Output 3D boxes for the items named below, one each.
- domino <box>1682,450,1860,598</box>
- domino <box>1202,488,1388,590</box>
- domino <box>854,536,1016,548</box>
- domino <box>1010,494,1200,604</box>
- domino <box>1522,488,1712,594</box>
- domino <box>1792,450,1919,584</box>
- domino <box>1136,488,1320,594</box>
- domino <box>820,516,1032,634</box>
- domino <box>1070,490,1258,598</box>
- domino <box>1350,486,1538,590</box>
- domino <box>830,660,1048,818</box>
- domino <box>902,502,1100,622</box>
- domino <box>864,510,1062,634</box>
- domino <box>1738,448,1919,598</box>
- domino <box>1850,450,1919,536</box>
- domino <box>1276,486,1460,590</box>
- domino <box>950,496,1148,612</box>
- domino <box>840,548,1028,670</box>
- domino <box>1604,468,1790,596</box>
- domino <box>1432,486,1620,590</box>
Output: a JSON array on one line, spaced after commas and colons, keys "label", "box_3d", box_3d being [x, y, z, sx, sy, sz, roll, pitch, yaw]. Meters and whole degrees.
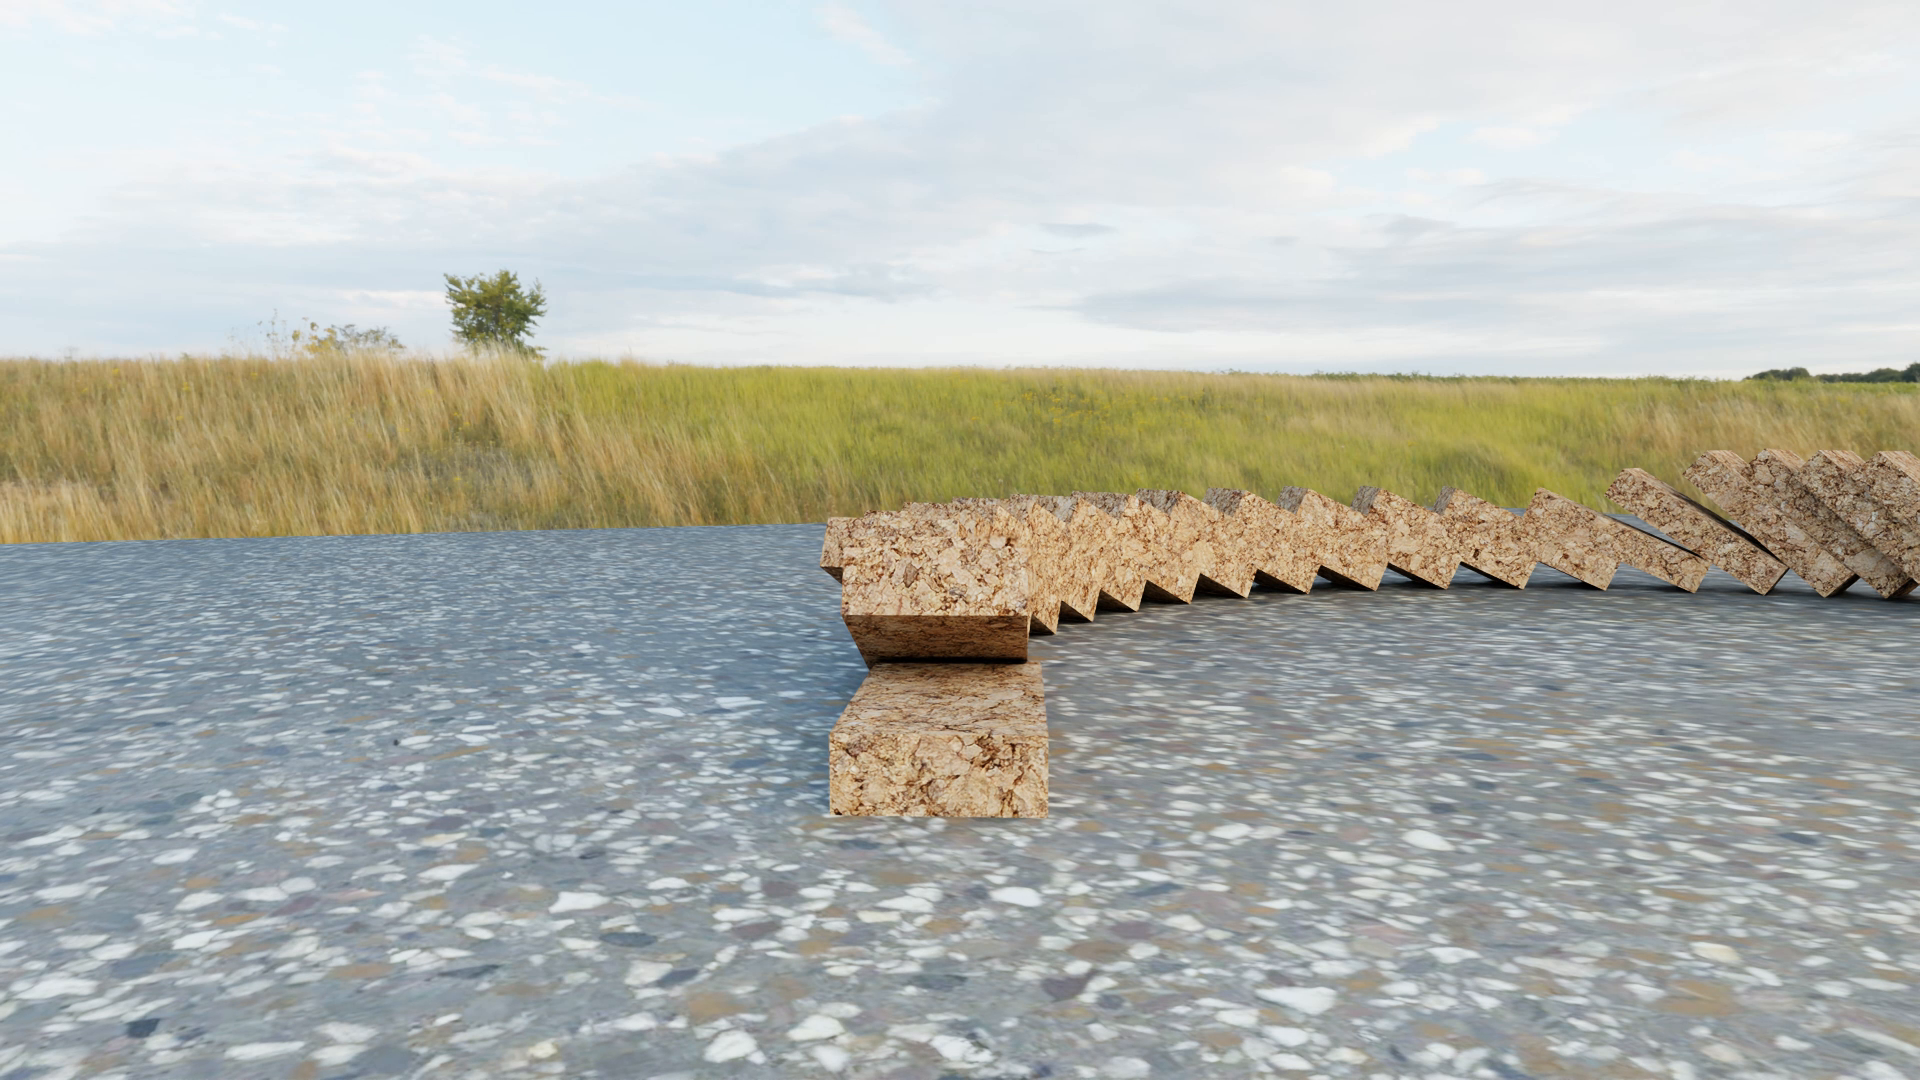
[{"label": "domino", "box_3d": [0.237, -0.006, 0.373, 0.025, 0.009, 0.050, -4, 48, -45]}, {"label": "domino", "box_3d": [0.097, -0.001, 0.377, 0.050, 0.010, 0.025, 25, -2, -14]}, {"label": "domino", "box_3d": [-0.003, 0.012, 0.222, 0.025, 0.010, 0.050, 0, -18, 3]}, {"label": "domino", "box_3d": [0.037, 0.003, 0.336, 0.050, 0.009, 0.025, 28, -14, -37]}, {"label": "domino", "box_3d": [0.196, -0.001, 0.385, 0.050, 0.010, 0.025, 28, 16, 22]}, {"label": "domino", "box_3d": [0.256, -0.004, 0.351, 0.025, 0.009, 0.050, -3, 47, -38]}, {"label": "domino", "box_3d": [0.075, 0.000, 0.368, 0.050, 0.009, 0.025, 25, -4, -19]}, {"label": "domino", "box_3d": [-0.005, 0.009, 0.249, 0.025, 0.010, 0.050, 2, -20, 20]}, {"label": "domino", "box_3d": [0.055, 0.001, 0.353, 0.050, 0.009, 0.025, 26, -10, -30]}, {"label": "domino", "box_3d": [0.145, -0.001, 0.388, 0.050, 0.009, 0.025, 25, 5, 2]}, {"label": "domino", "box_3d": [-0.001, 0.025, 0.171, 0.025, 0.010, 0.050, 0, 4, 3]}, {"label": "domino", "box_3d": [0.010, 0.006, 0.296, 0.025, 0.010, 0.050, 3, -20, 35]}, {"label": "domino", "box_3d": [0.001, 0.008, 0.273, 0.025, 0.009, 0.050, 2, -19, 25]}, {"label": "domino", "box_3d": [0.250, -0.005, 0.366, 0.025, 0.009, 0.050, -2, 46, -42]}, {"label": "domino", "box_3d": [0.264, -0.003, 0.338, 0.025, 0.009, 0.050, -3, 47, -38]}, {"label": "domino", "box_3d": [0.121, -0.001, 0.385, 0.050, 0.009, 0.025, 25, 3, -4]}, {"label": "domino", "box_3d": [0.022, 0.004, 0.318, 0.025, 0.009, 0.050, 4, -19, 44]}, {"label": "domino", "box_3d": [-0.002, 0.014, 0.197, 0.025, 0.010, 0.050, 0, -19, 3]}, {"label": "domino", "box_3d": [0.219, -0.003, 0.380, 0.050, 0.010, 0.025, 41, 27, 28]}, {"label": "domino", "box_3d": [0.170, -0.001, 0.388, 0.050, 0.009, 0.025, 26, 9, 9]}]
